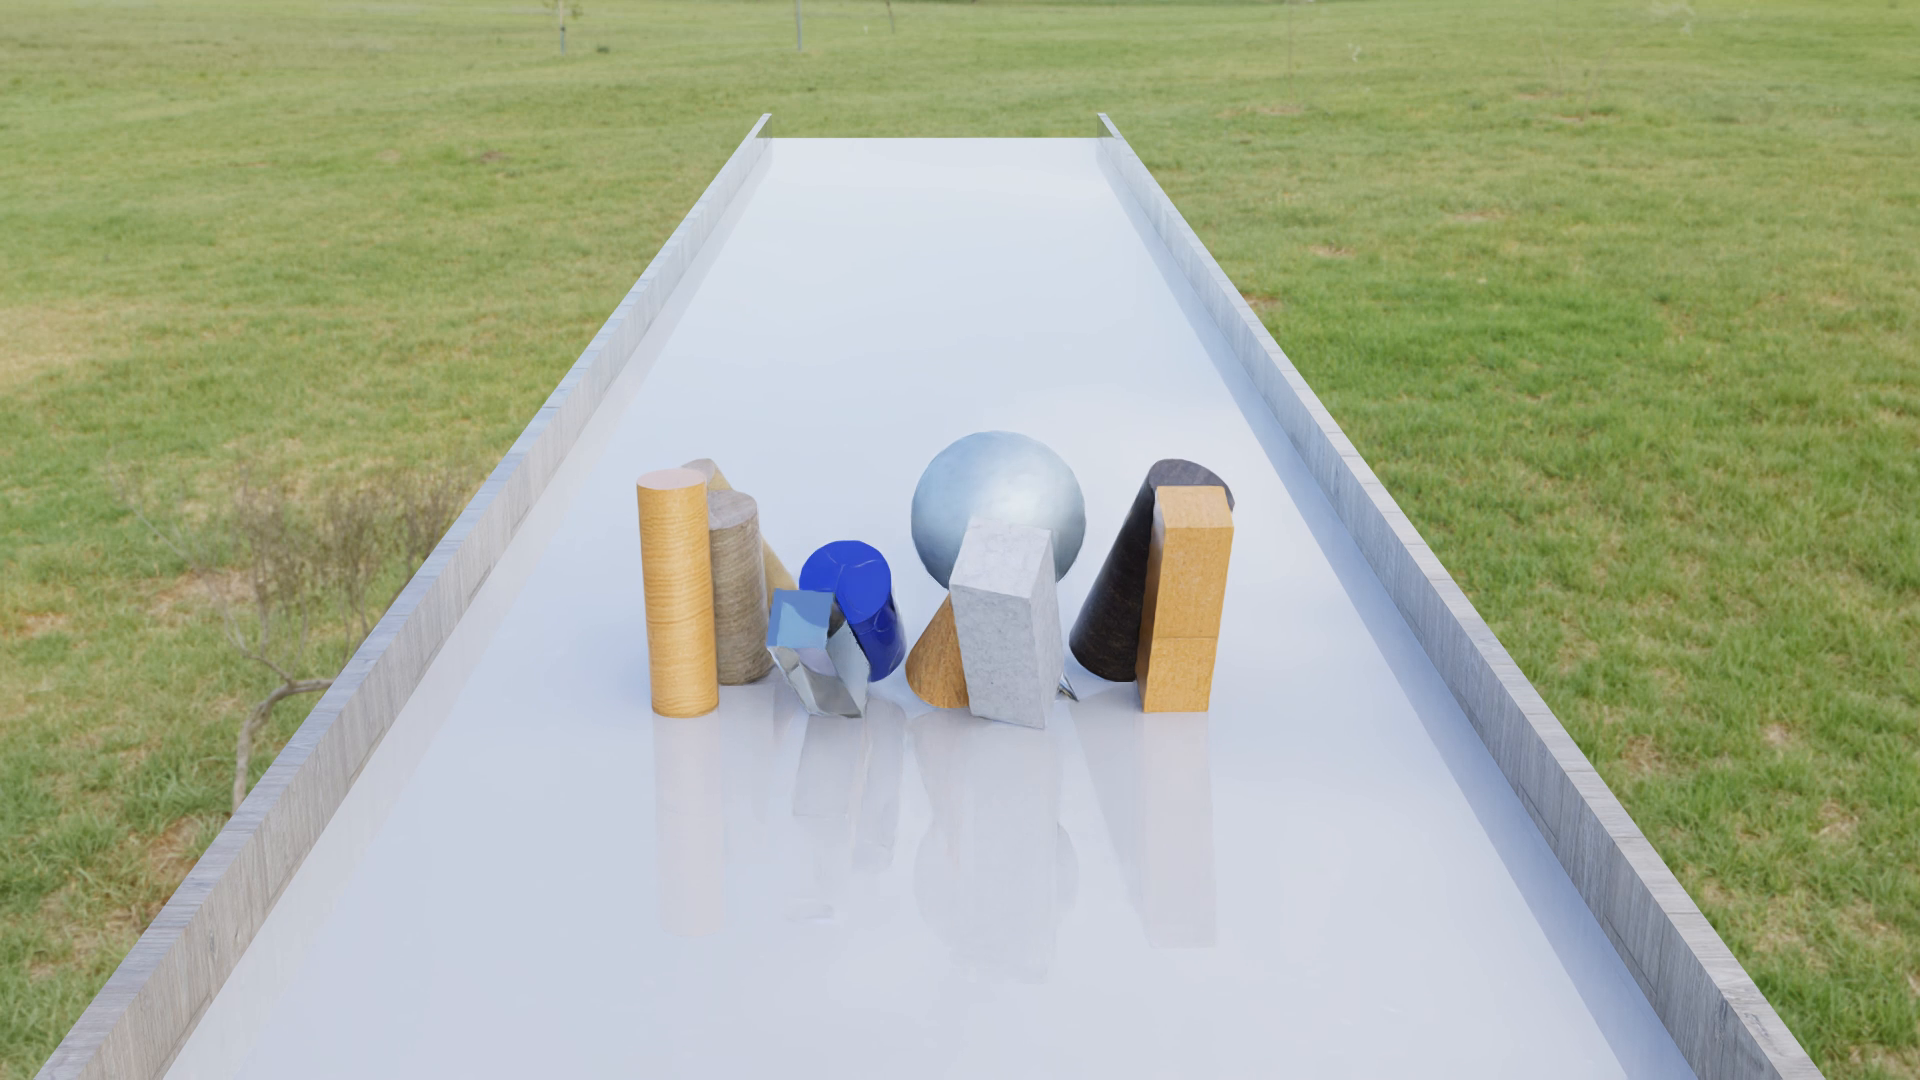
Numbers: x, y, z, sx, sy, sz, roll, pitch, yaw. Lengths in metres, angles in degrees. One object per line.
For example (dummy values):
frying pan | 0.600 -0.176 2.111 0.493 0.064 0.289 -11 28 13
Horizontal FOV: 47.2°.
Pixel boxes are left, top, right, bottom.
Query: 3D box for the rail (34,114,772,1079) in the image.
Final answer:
rail | -1.118 -0.838 7.780 0.050 0.150 12.000 0 17 -1

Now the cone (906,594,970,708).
cone | -0.002 0.143 4.028 0.164 0.401 0.164 3 58 -5

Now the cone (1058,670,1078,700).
cone | 0.155 0.226 4.349 0.134 0.134 0.390 -7 28 -21

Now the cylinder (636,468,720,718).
cylinder | -0.523 0.100 4.091 0.127 0.449 0.127 -1 19 0

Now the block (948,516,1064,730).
block | 0.089 0.154 3.927 0.142 0.441 0.142 10 57 13

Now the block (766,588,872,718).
block | -0.251 0.209 3.967 0.106 0.106 0.371 3 -23 10

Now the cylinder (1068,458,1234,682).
cylinder | 0.362 0.062 4.209 0.172 0.433 0.172 14 39 -12

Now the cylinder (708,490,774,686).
cylinder | -0.457 0.094 4.257 0.162 0.347 0.162 -3 29 1

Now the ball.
ball | 0.071 -0.040 4.083 0.327 0.327 0.327 0 17 0

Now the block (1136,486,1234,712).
block | 0.410 0.113 4.050 0.122 0.439 0.122 -1 38 -4

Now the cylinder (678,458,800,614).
cylinder | -0.454 0.031 4.403 0.147 0.389 0.147 -22 32 15

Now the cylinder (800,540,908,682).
cylinder | -0.198 0.139 4.148 0.170 0.170 0.303 2 -24 5

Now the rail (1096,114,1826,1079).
rail | 0.932 -0.844 7.801 0.050 0.150 12.000 0 17 -1
